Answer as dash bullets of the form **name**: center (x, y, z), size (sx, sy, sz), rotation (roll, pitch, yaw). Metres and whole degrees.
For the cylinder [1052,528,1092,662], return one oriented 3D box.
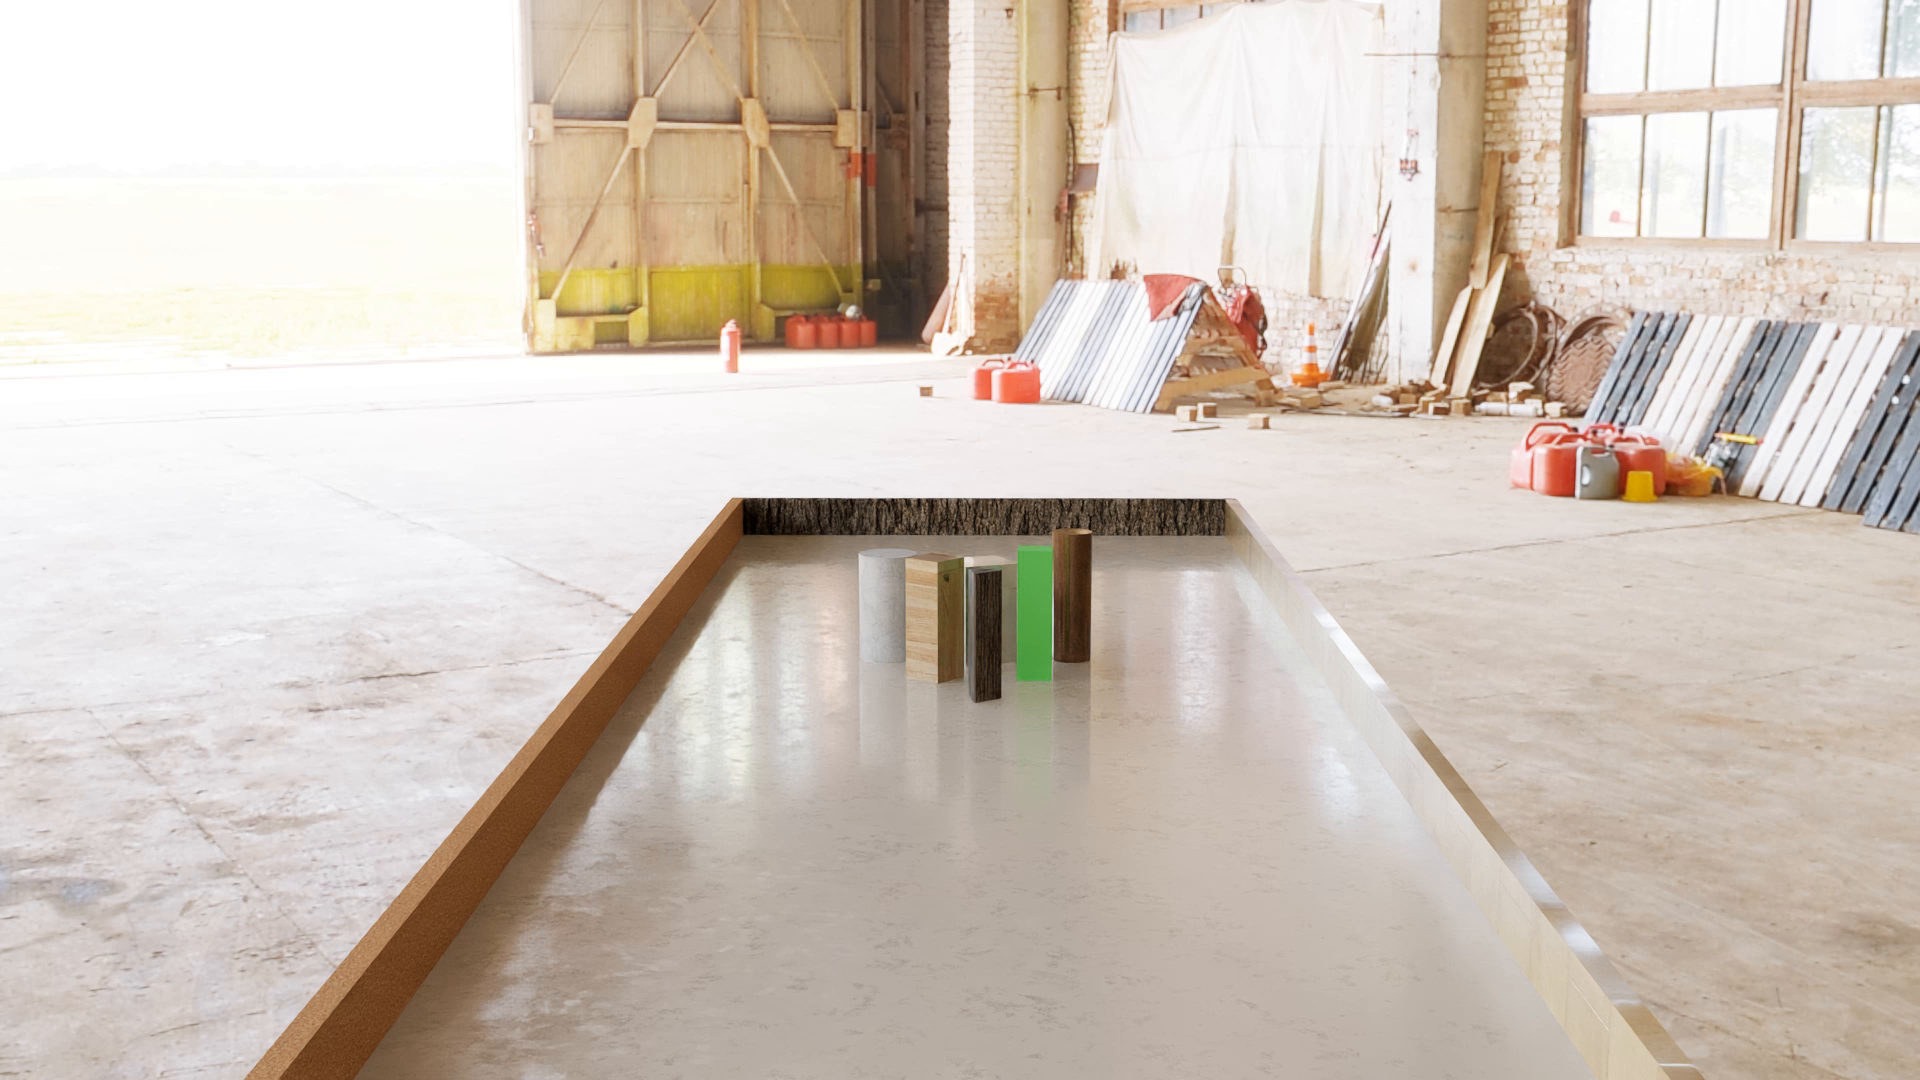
- **cylinder**: center (0.340, 0.169, 6.690), size (0.123, 0.393, 0.123), rotation (0, 9, 0)

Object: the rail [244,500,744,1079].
- **rail**: center (-1.004, 0.839, 3.234), size (0.050, 0.150, 12.000), rotation (0, 9, 1)

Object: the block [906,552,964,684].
- **block**: center (-0.073, 0.227, 6.435), size (0.122, 0.357, 0.122), rotation (7, 12, 39)

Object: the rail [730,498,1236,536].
- **rail**: center (0.099, -0.098, 9.147), size (2.100, 0.150, 0.050), rotation (0, 9, 1)

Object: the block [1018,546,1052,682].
- **block**: center (0.220, 0.214, 6.434), size (0.101, 0.383, 0.101), rotation (0, 9, 3)

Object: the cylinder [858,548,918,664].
- **cylinder**: center (-0.218, 0.200, 6.717), size (0.180, 0.323, 0.180), rotation (0, 9, 0)

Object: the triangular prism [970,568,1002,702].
- **triangular prism**: center (0.053, 0.264, 6.173), size (0.096, 0.366, 0.084), rotation (-7, 11, -37)

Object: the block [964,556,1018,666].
- **block**: center (0.063, 0.213, 6.697), size (0.169, 0.303, 0.169), rotation (-4, 10, -22)

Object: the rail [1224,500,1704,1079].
- **rail**: center (1.046, 0.843, 3.208), size (0.050, 0.150, 12.000), rotation (0, 9, 1)
